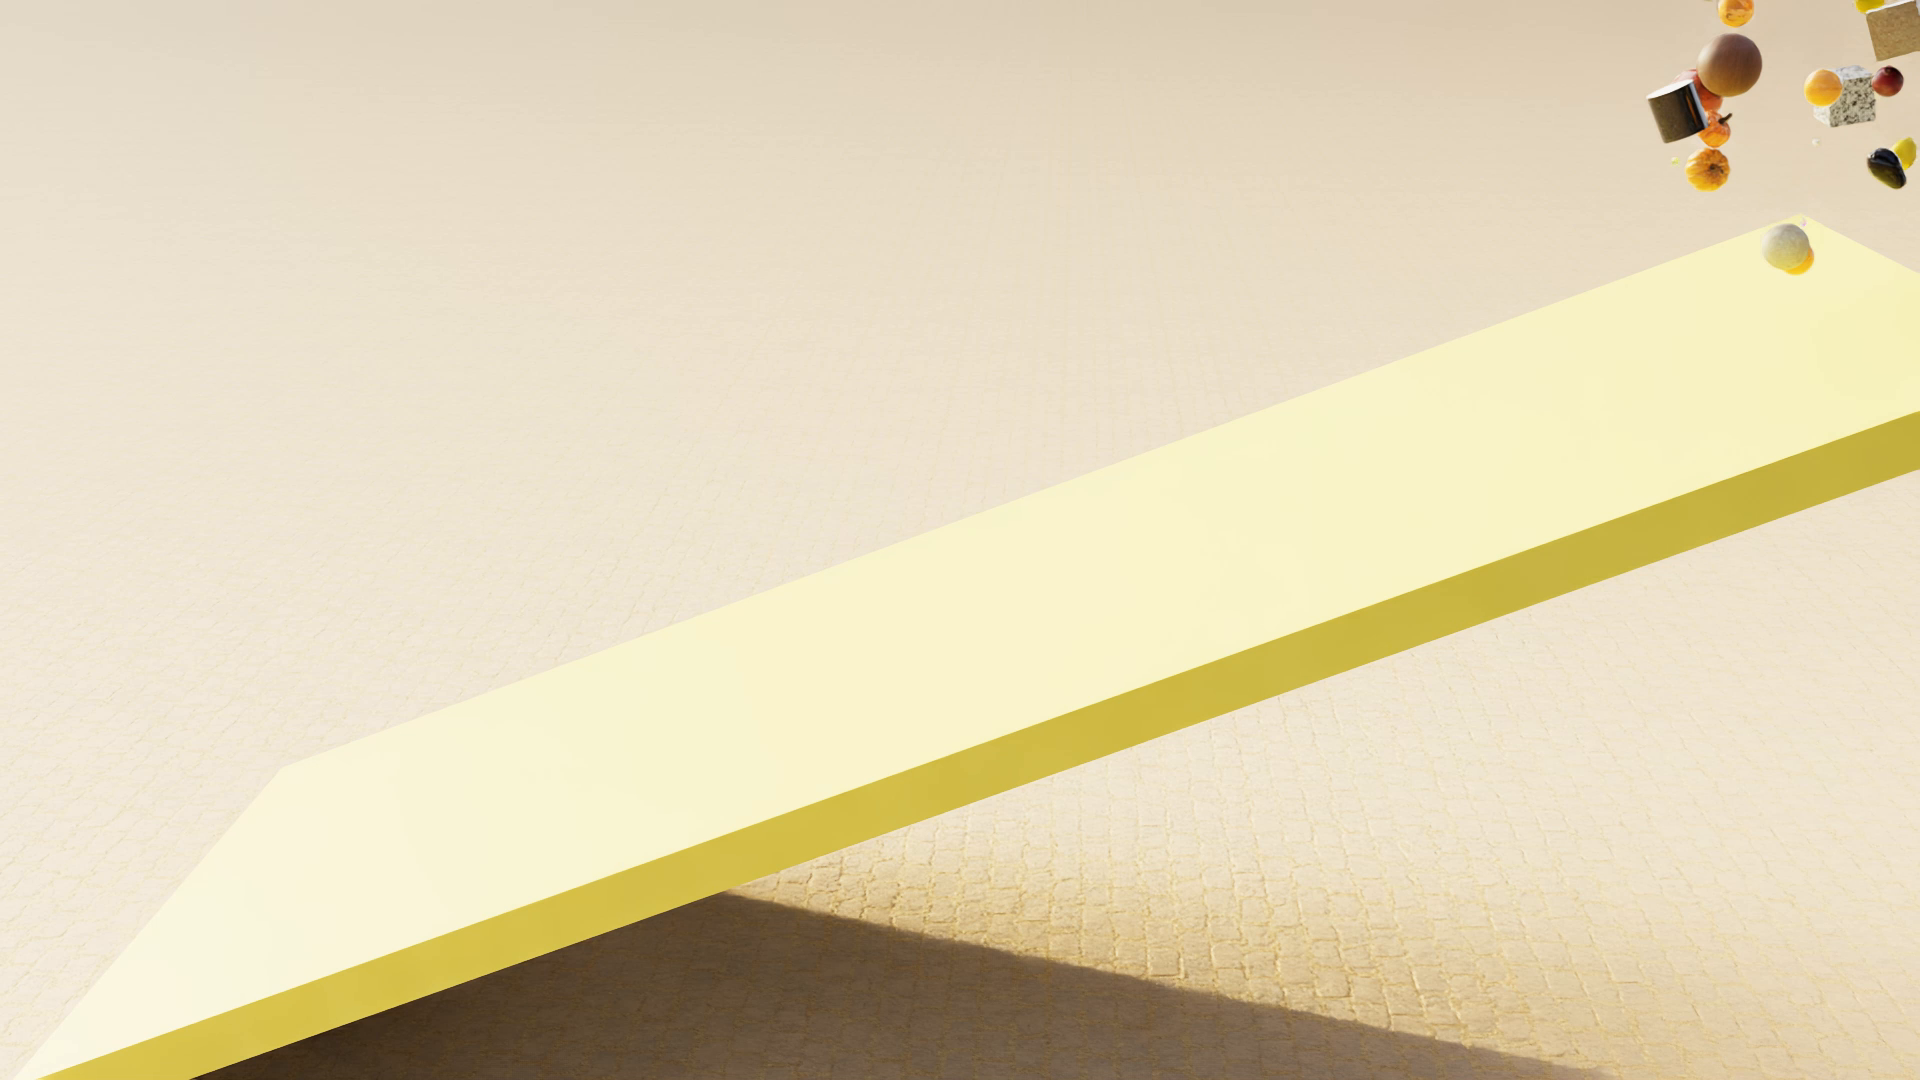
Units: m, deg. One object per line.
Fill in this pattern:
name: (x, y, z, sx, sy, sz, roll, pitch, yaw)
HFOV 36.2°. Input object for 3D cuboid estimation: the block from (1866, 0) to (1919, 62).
block: (1.808, -0.984, 5.668, 0.095, 0.095, 0.095, -13, 9, 24)

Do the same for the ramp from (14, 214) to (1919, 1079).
ramp: (0.119, 0.175, 6.294, 4.000, 0.100, 2.000, -20, 12, 7)

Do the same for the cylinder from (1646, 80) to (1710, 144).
cylinder: (1.433, -0.856, 5.872, 0.097, 0.097, 0.097, -23, 11, 5)

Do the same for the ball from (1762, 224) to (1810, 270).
ball: (1.647, -0.585, 5.868, 0.093, 0.093, 0.093, 0, 13, 0)

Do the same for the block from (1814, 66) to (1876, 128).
block: (1.830, -0.919, 6.088, 0.096, 0.096, 0.096, -9, 22, -1)
